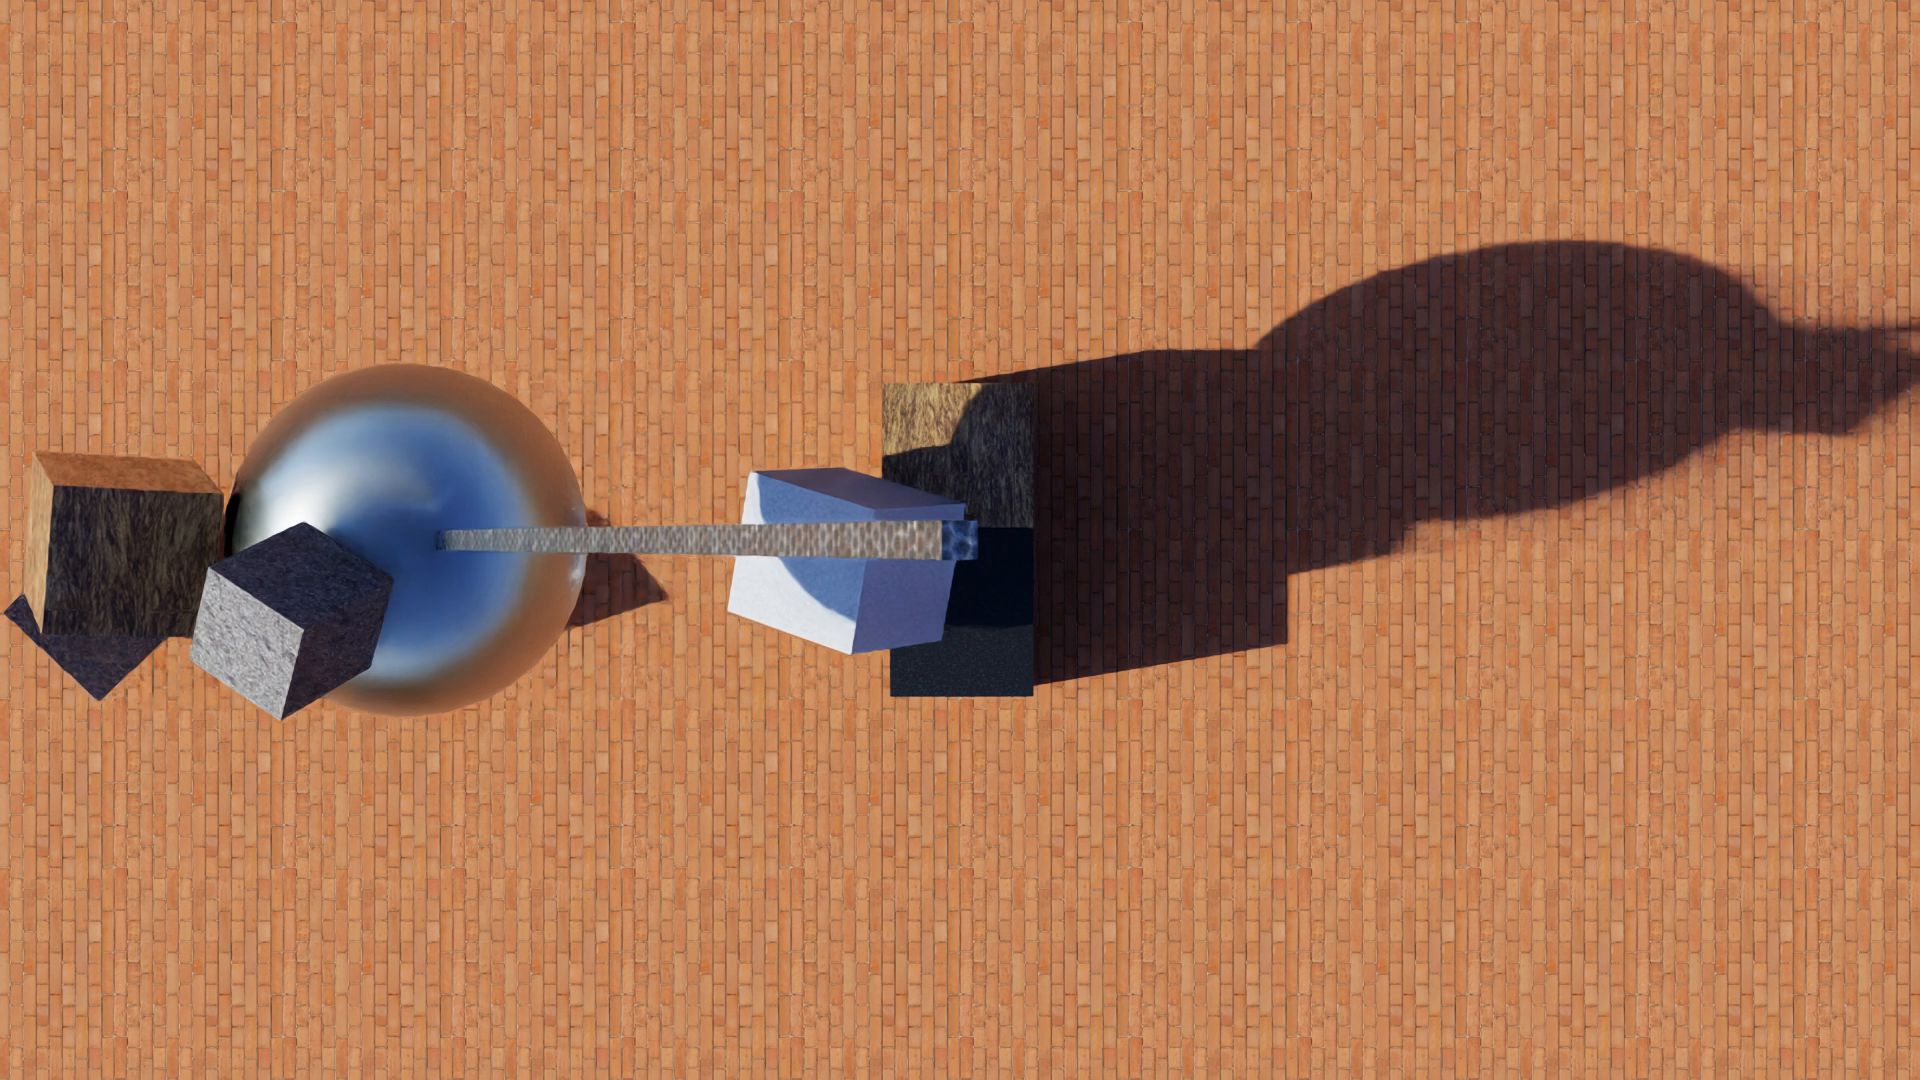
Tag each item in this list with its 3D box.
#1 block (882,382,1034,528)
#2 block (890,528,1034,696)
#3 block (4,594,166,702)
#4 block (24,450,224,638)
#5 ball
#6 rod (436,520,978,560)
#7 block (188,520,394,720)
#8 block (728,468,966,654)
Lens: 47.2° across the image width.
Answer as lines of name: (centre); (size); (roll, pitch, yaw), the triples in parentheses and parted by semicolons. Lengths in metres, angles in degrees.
block: (-0.011, -0.468, 12.574); (0.835, 0.852, 0.796); (0, 90, 0)
block: (0.010, 0.404, 12.585); (0.795, 0.831, 0.929); (0, 90, 0)
block: (-4.847, 0.414, 12.415); (0.695, 0.691, 0.713); (47, 72, -12)
block: (-3.661, 0.016, 9.602); (0.681, 0.743, 0.638); (3, 102, -29)
ball: (-2.487, 0.000, 9.929); (1.600, 1.600, 1.600); (0, 90, 0)
rod: (-1.078, 0.000, 6.835); (0.080, 5.200, 0.080); (0, 90, -24)
block: (-2.698, 0.319, 8.884); (0.481, 0.549, 0.467); (31, 121, 13)
block: (-0.606, 0.092, 11.791); (0.854, 0.801, 0.768); (17, 103, 33)
